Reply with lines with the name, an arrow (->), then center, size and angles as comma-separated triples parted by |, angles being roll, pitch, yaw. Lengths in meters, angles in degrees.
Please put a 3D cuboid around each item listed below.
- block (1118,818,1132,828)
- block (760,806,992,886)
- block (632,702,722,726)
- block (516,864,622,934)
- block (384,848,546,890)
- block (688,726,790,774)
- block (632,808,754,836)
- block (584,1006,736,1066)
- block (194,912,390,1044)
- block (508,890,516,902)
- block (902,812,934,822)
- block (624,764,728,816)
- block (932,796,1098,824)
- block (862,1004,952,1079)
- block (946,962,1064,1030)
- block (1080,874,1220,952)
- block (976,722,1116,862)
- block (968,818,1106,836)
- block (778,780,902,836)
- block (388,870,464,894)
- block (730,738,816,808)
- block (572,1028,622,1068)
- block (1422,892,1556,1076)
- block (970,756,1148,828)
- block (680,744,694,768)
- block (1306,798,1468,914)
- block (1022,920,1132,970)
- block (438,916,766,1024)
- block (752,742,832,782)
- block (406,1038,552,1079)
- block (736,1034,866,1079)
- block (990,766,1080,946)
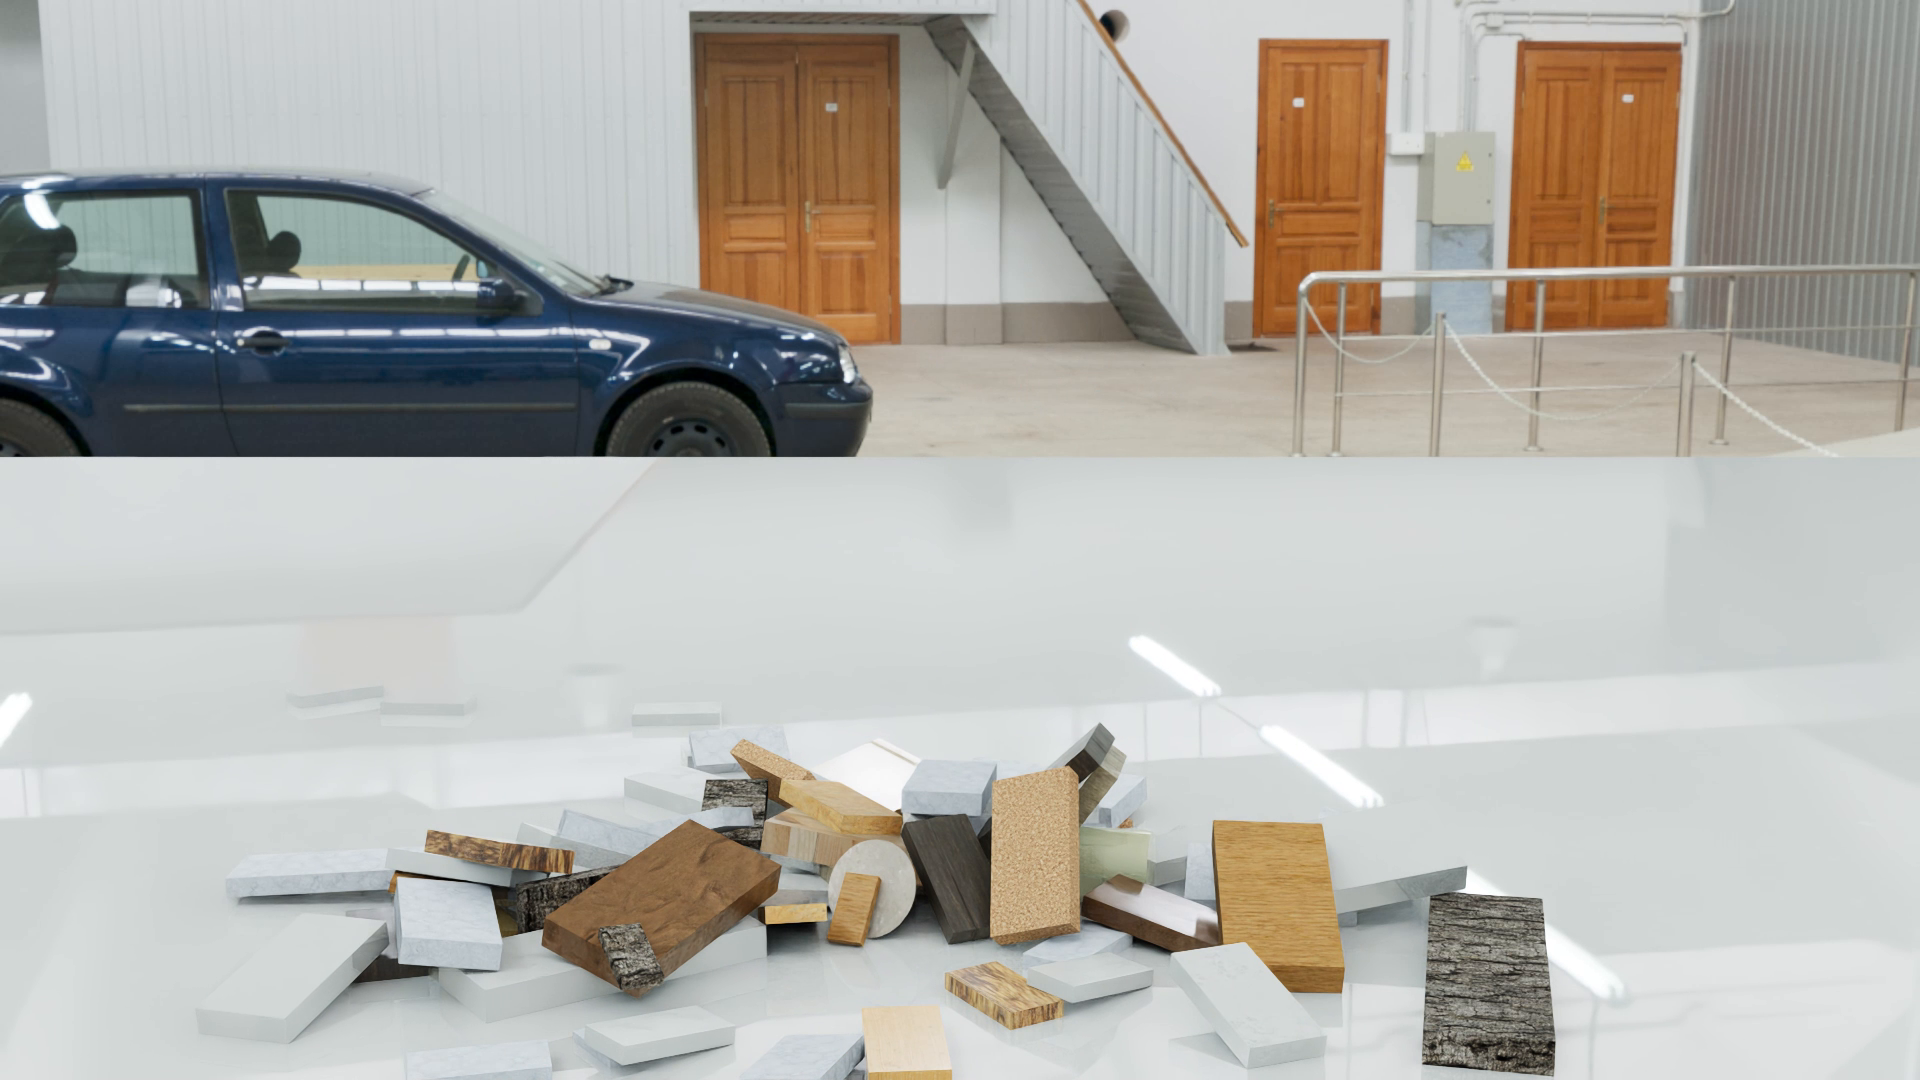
block -> 0.273, 0.514, 4.045 | 0.045, 0.013, 0.090 | -7, 12, -32
block -> -0.134, 0.518, 3.695 | 0.358, 0.051, 0.179 | 10, 5, 14
block -> -0.610, 0.376, 4.750 | 0.186, 0.026, 0.093 | -1, 11, -4
block -> -0.518, 0.568, 3.473 | 0.370, 0.113, 0.032 | -7, 11, -32
block -> -0.789, 0.528, 3.512 | 0.226, 0.032, 0.113 | 5, -13, 19
block -> -0.440, 0.419, 4.394 | 0.189, 0.027, 0.094 | -3, 41, -15
block -> -0.484, 0.500, 3.801 | 0.228, 0.032, 0.114 | -14, -12, 19
block -> -0.413, 0.682, 3.033 | 0.187, 0.027, 0.094 | 0, 8, -44
block -> -0.968, 0.634, 3.205 | 0.142, 0.040, 0.284 | 3, 19, 15
block -> -0.666, 0.570, 3.551 | 0.113, 0.016, 0.057 | 2, 11, 11
block -> -0.063, 0.477, 3.698 | 0.069, 0.020, 0.139 | 37, 3, -5
block -> -0.505, 0.479, 4.166 | 0.257, 0.036, 0.129 | 10, 14, 42
block -> 0.083, 0.469, 3.882 | 0.322, 0.046, 0.161 | 2, -3, 4
block -> -0.075, 0.696, 3.013 | 0.110, 0.031, 0.220 | -1, 11, -5
block -> 0.063, 0.663, 3.207 | 0.090, 0.025, 0.179 | -6, 12, -31
block -> 0.324, 0.595, 3.444 | 0.240, 0.034, 0.120 | 17, 17, 28
block -> 0.136, 0.418, 3.631 | 0.269, 0.038, 0.135 | -43, 0, 20
block -> 0.122, 0.508, 3.806 | 0.244, 0.034, 0.120 | 3, -13, -4
block -> -0.206, 0.458, 3.772 | 0.114, 0.032, 0.239 | 6, 6, -31
block -> -0.839, 0.551, 3.488 | 0.123, 0.017, 0.062 | 11, 7, -8
block -> -0.319, 0.453, 4.067 | 0.036, 0.129, 0.257 | -45, 30, -19
block -> -0.485, 0.698, 3.042 | 0.057, 0.016, 0.113 | -8, 13, -35
block -> 0.778, 0.643, 3.249 | 0.175, 0.049, 0.575 | 2, 11, 13
block -> 0.153, 0.472, 4.106 | 0.356, 0.046, 0.161 | 4, 17, 28
block -> -0.464, 0.431, 4.452 | 0.189, 0.027, 0.094 | -3, 11, -15
block -> 0.619, 0.521, 3.552 | 0.349, 0.049, 0.175 | -9, 32, -8
block -> 0.182, 0.630, 3.383 | 0.090, 0.025, 0.179 | 7, 13, 33
block -> -0.537, 0.627, 3.329 | 0.458, 0.051, 0.179 | -7, 13, -34
block -> -0.287, 0.461, 4.119 | 0.026, 0.093, 0.368 | -46, 30, -18
block -> -0.645, 0.710, 2.952 | 0.187, 0.027, 0.094 | -3, 11, -14
block -> -0.207, 0.696, 2.902 | 0.110, 0.031, 0.220 | -3, 1, 12
block -> 0.119, 0.497, 3.467 | 0.135, 0.269, 0.038 | -14, -36, 22
